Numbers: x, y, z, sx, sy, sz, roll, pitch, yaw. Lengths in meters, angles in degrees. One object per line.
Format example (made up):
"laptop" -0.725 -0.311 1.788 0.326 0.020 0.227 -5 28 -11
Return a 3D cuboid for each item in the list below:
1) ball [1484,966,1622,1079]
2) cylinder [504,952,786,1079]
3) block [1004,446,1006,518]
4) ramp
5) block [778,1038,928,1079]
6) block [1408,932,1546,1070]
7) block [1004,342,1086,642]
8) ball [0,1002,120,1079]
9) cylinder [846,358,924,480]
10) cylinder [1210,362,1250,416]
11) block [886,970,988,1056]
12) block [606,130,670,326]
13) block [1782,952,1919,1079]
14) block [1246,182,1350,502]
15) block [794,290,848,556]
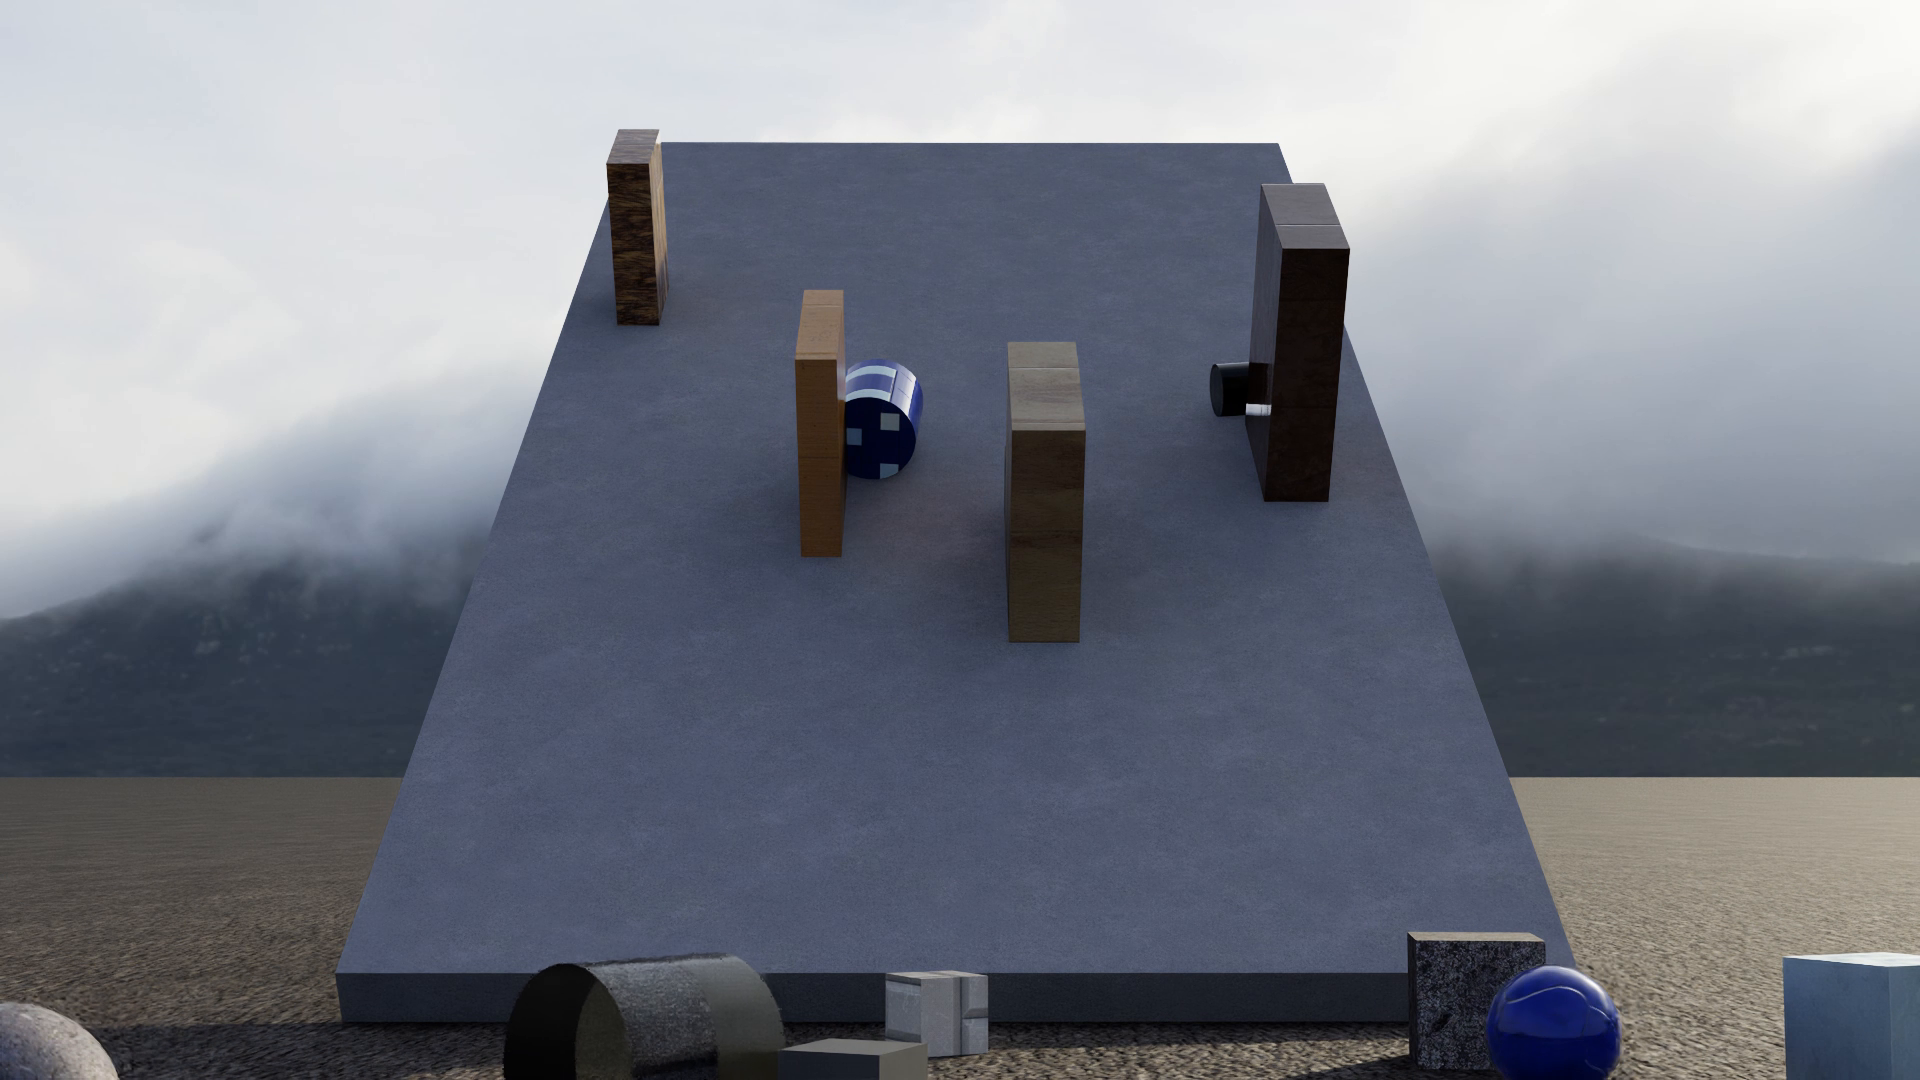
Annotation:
"ball" 0.734 0.610 2.964 0.166 0.166 0.166 0 -6 0
"cylinder" -0.331 0.546 2.523 0.210 0.210 0.210 -5 -7 42
"block" 0.174 -0.098 5.143 0.154 0.154 0.154 0 29 0
"ramp" -0.012 -0.219 5.629 2.000 0.100 4.000 0 29 0
"block" -0.112 0.591 2.514 0.117 0.117 0.117 -2 -6 24
"block" 0.724 0.645 3.365 0.174 0.174 0.174 -1 -6 6
"block" 0.167 -0.100 4.820 0.140 0.468 0.411 0 29 0
"ball" -0.826 0.502 2.056 0.207 0.207 0.207 0 -6 0
"cylinder" -0.192 -0.274 5.412 0.204 0.204 0.204 0 29 5
"cylinder" 0.666 -0.357 5.651 0.125 0.125 0.125 -5 -5 -9
"block" -0.034 0.689 3.490 0.110 0.110 0.110 3 -6 -29
"block" -0.822 -0.801 6.130 0.106 0.435 0.258 0 29 0
"block" 1.153 0.608 2.976 0.173 0.173 0.173 3 -6 -25
"block" 0.742 -0.440 5.311 0.141 0.597 0.392 0 29 0
"block" -0.293 -0.251 5.106 0.085 0.456 0.362 0 29 0
